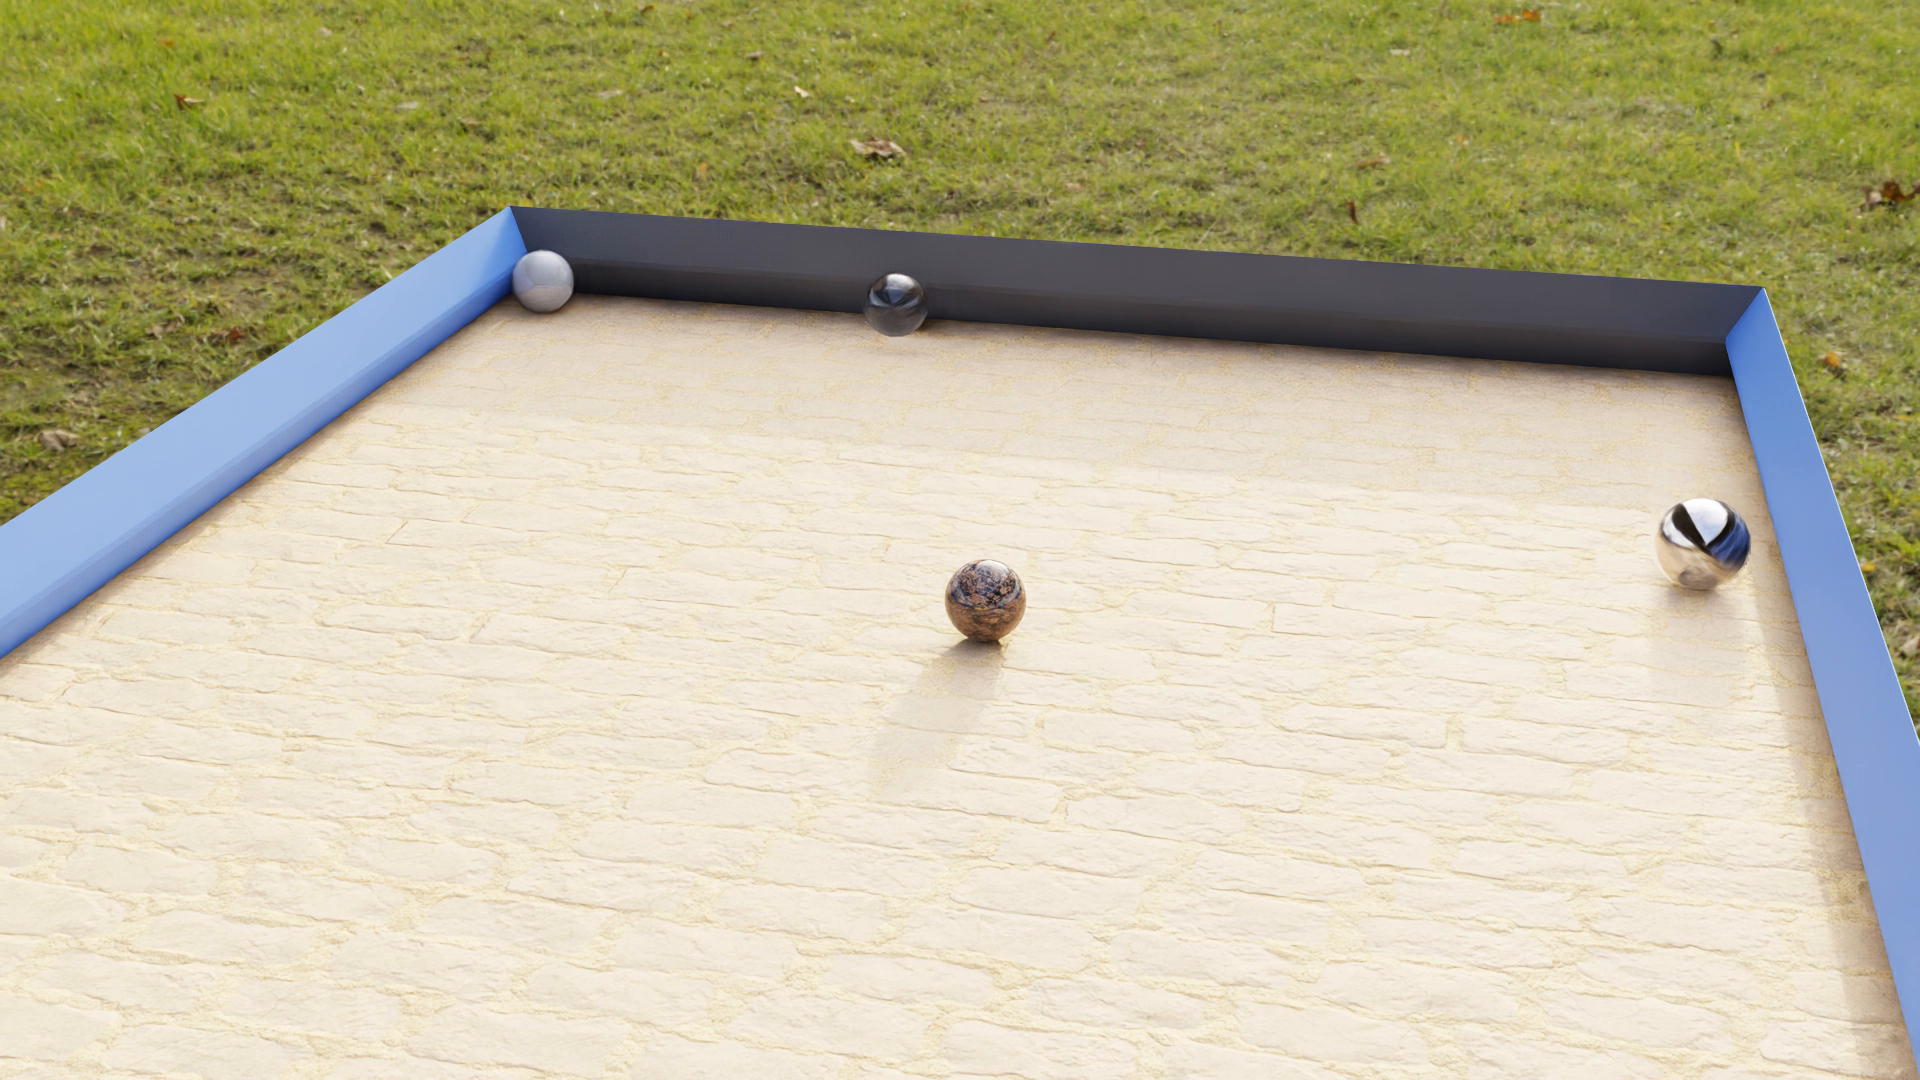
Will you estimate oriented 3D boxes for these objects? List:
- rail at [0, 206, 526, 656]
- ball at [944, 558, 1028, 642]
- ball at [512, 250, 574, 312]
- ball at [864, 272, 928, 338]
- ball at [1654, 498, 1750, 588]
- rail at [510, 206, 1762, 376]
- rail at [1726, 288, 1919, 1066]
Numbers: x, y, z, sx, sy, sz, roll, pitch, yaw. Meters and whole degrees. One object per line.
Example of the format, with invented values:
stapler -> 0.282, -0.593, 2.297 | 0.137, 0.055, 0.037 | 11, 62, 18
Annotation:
rail -> -1.056, 0.245, 1.780 | 0.045, 0.128, 3.505 | 5, 24, 12
ball -> 0.026, 0.061, 2.252 | 0.085, 0.085, 0.085 | 0, 24, 0
ball -> -0.616, -0.383, 3.251 | 0.091, 0.091, 0.091 | 0, 24, 0
ball -> -0.092, -0.336, 3.145 | 0.092, 0.092, 0.092 | 0, 24, 0
ball -> 0.798, 0.003, 2.367 | 0.098, 0.098, 0.098 | 0, 24, 0
rail -> 0.193, -0.354, 3.138 | 1.807, 0.128, 0.045 | 5, 24, 12
rail -> 0.658, 0.407, 1.415 | 0.045, 0.128, 3.505 | 5, 24, 12
